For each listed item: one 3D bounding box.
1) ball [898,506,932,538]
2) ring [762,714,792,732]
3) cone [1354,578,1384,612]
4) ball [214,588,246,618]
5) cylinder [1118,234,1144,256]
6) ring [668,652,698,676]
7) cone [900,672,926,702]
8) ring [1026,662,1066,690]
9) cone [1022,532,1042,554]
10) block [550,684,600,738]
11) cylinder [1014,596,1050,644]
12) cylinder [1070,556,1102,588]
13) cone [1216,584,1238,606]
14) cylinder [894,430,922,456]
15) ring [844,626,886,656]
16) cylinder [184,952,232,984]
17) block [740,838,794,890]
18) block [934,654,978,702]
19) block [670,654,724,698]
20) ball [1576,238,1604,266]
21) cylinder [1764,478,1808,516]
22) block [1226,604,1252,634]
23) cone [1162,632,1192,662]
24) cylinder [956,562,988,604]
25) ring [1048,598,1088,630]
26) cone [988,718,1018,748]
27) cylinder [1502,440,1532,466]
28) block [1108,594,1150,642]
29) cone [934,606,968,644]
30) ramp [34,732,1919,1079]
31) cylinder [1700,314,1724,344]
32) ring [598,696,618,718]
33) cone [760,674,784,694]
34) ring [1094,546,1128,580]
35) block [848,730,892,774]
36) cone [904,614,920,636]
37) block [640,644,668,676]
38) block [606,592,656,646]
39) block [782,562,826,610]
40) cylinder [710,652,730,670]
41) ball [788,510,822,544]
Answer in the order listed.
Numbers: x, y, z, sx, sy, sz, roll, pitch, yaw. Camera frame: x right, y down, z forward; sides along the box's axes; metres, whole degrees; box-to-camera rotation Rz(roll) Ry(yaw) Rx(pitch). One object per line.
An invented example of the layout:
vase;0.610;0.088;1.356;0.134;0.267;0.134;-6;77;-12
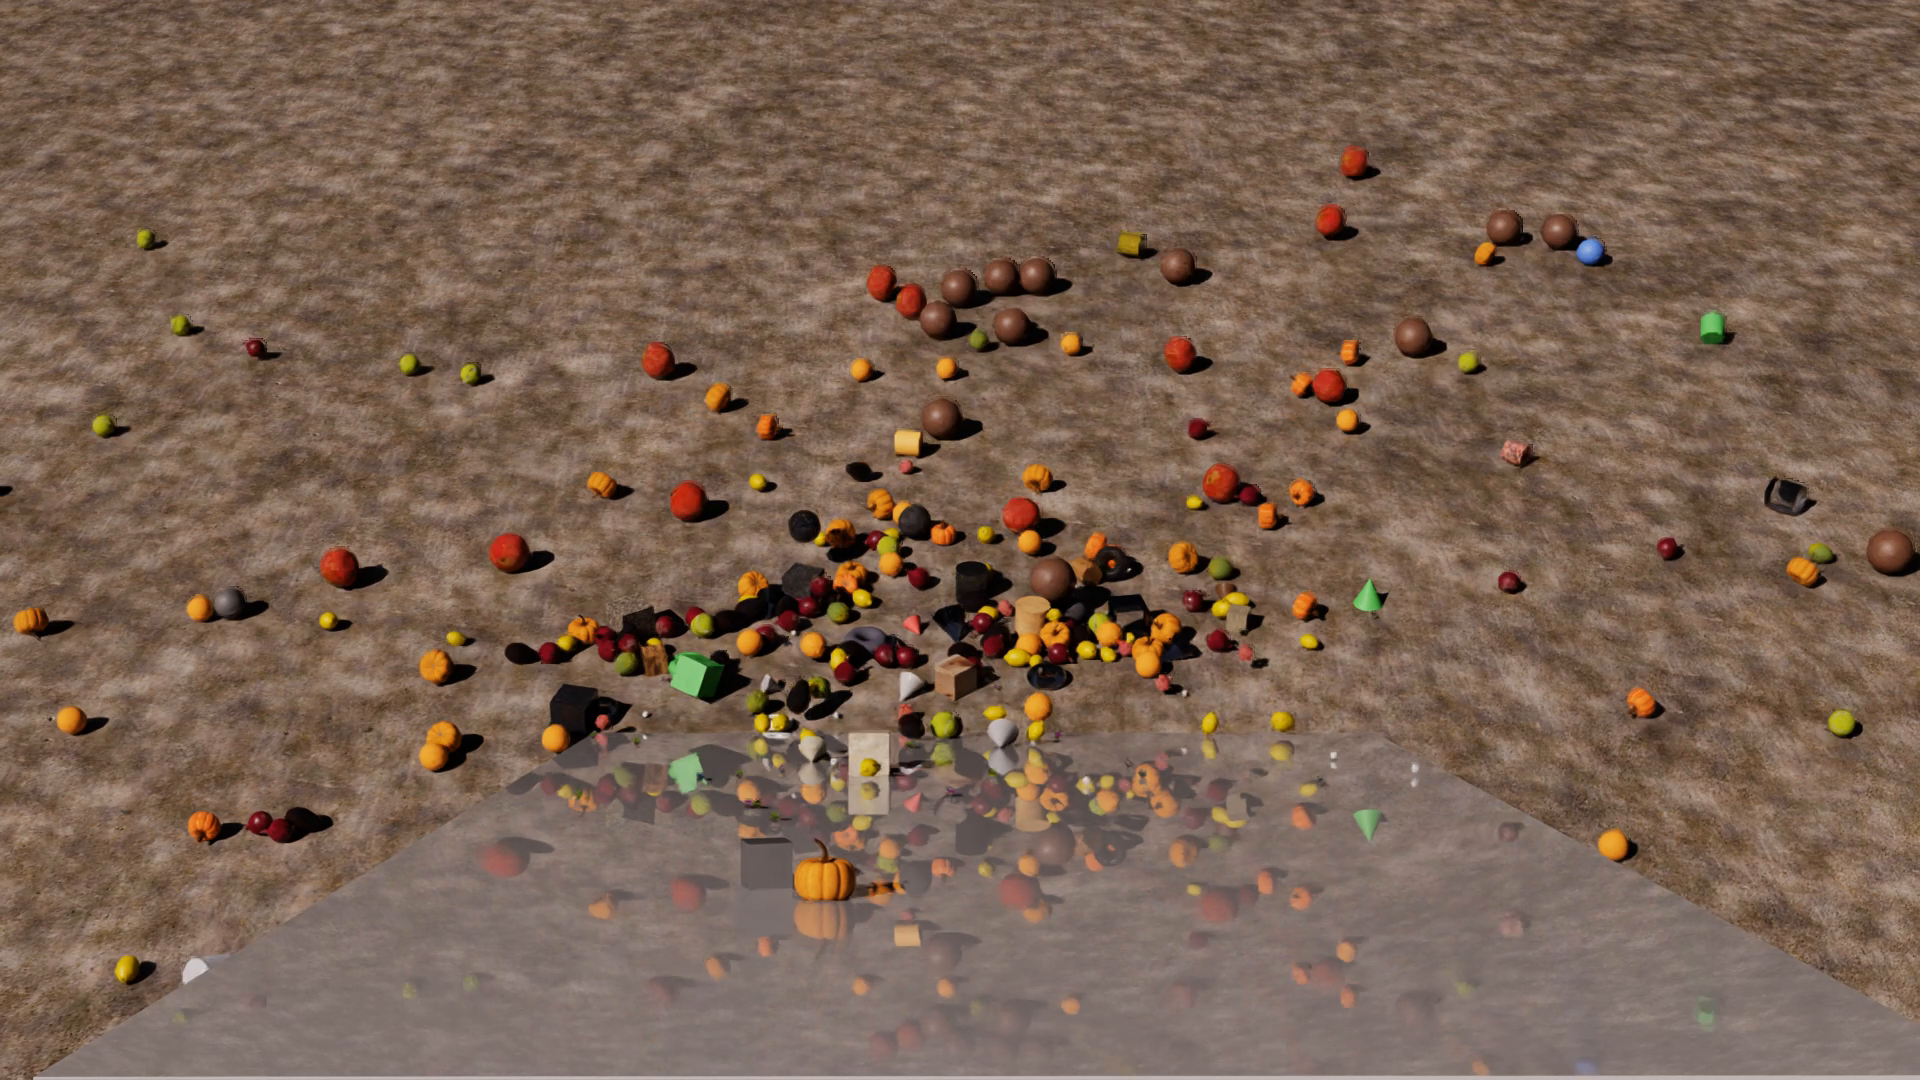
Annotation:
ball;-0.134;-0.054;7.720;0.099;0.099;0.099;0;28;0
ring;-0.479;0.480;6.786;0.081;0.027;0.081;1;20;0
cone;1.166;0.145;7.362;0.085;0.085;0.085;0;28;0
ball;-2.063;0.179;7.295;0.087;0.087;0.087;0;28;0
cylinder;0.643;-1.107;9.703;0.081;0.081;0.081;8;29;22
ring;-0.743;0.341;7.045;0.109;0.036;0.109;-1;28;1
cone;-0.144;0.406;6.925;0.075;0.075;0.075;15;58;25
ring;0.234;0.369;6.993;0.109;0.036;0.109;0;29;0
cone;0.215;0.000;7.662;0.059;0.059;0.059;0;28;0
block;-1.010;0.449;6.779;0.096;0.096;0.096;7;29;13
cylinder;0.203;0.223;7.201;0.098;0.098;0.098;0;28;0
cylinder;0.365;0.092;7.479;0.068;0.068;0.068;-14;31;-24
cone;0.759;0.167;7.379;0.064;0.064;0.064;3;55;5
cylinder;-0.164;-0.307;8.219;0.078;0.078;0.078;4;28;7
ring;-0.260;0.280;7.154;0.124;0.041;0.124;1;29;-1
cylinder;-1.290;0.753;4.461;0.070;0.070;0.070;19;11;32
block;-0.294;0.491;3.929;0.068;0.068;0.068;0;1;-15
block;-0.011;0.369;6.944;0.081;0.081;0.081;-24;36;-37
block;-0.702;0.362;6.907;0.089;0.089;0.089;22;8;26
ball;2.352;-1.074;9.636;0.100;0.100;0.100;0;28;0
cylinder;2.515;-0.133;7.871;0.095;0.095;0.095;21;35;34
block;0.782;0.220;7.249;0.057;0.057;0.057;9;29;16
cone;0.582;0.311;7.100;0.081;0.081;0.081;-37;38;-10
cylinder;0.033;0.123;7.396;0.092;0.092;0.092;0;28;0
ring;0.289;0.206;7.287;0.142;0.047;0.142;1;27;-1
cone;0.100;0.482;6.225;0.074;0.074;0.074;3;29;5
cylinder;1.758;-0.274;8.163;0.069;0.069;0.069;23;35;35
block;0.470;0.217;7.217;0.092;0.092;0.092;-6;29;-11
cone;-0.018;0.250;7.206;0.098;0.098;0.098;-6;54;-11
ramp;0.063;0.567;4.608;2.000;0.100;4.000;0;1;0
cylinder;2.615;-0.735;8.982;0.077;0.077;0.077;4;64;7
ring;-0.948;0.443;6.862;0.083;0.028;0.083;1;28;-1
cone;-0.499;0.395;6.954;0.056;0.056;0.056;19;21;-23
ring;0.436;0.068;7.497;0.103;0.103;0.034;10;3;18
block;-0.196;0.461;5.635;0.088;0.088;0.088;0;1;1
cone;-0.123;0.247;7.234;0.054;0.054;0.054;-15;61;-26
block;-0.833;0.328;7.042;0.062;0.062;0.062;-8;29;-14
block;-0.918;0.221;7.204;0.099;0.099;0.099;-18;33;-30
block;-0.447;0.133;7.376;0.091;0.091;0.091;11;30;20
cylinder;-0.657;0.335;7.039;0.052;0.052;0.052;6;15;11
ball;-0.451;-0.039;7.488;0.096;0.096;0.096;0;28;0
